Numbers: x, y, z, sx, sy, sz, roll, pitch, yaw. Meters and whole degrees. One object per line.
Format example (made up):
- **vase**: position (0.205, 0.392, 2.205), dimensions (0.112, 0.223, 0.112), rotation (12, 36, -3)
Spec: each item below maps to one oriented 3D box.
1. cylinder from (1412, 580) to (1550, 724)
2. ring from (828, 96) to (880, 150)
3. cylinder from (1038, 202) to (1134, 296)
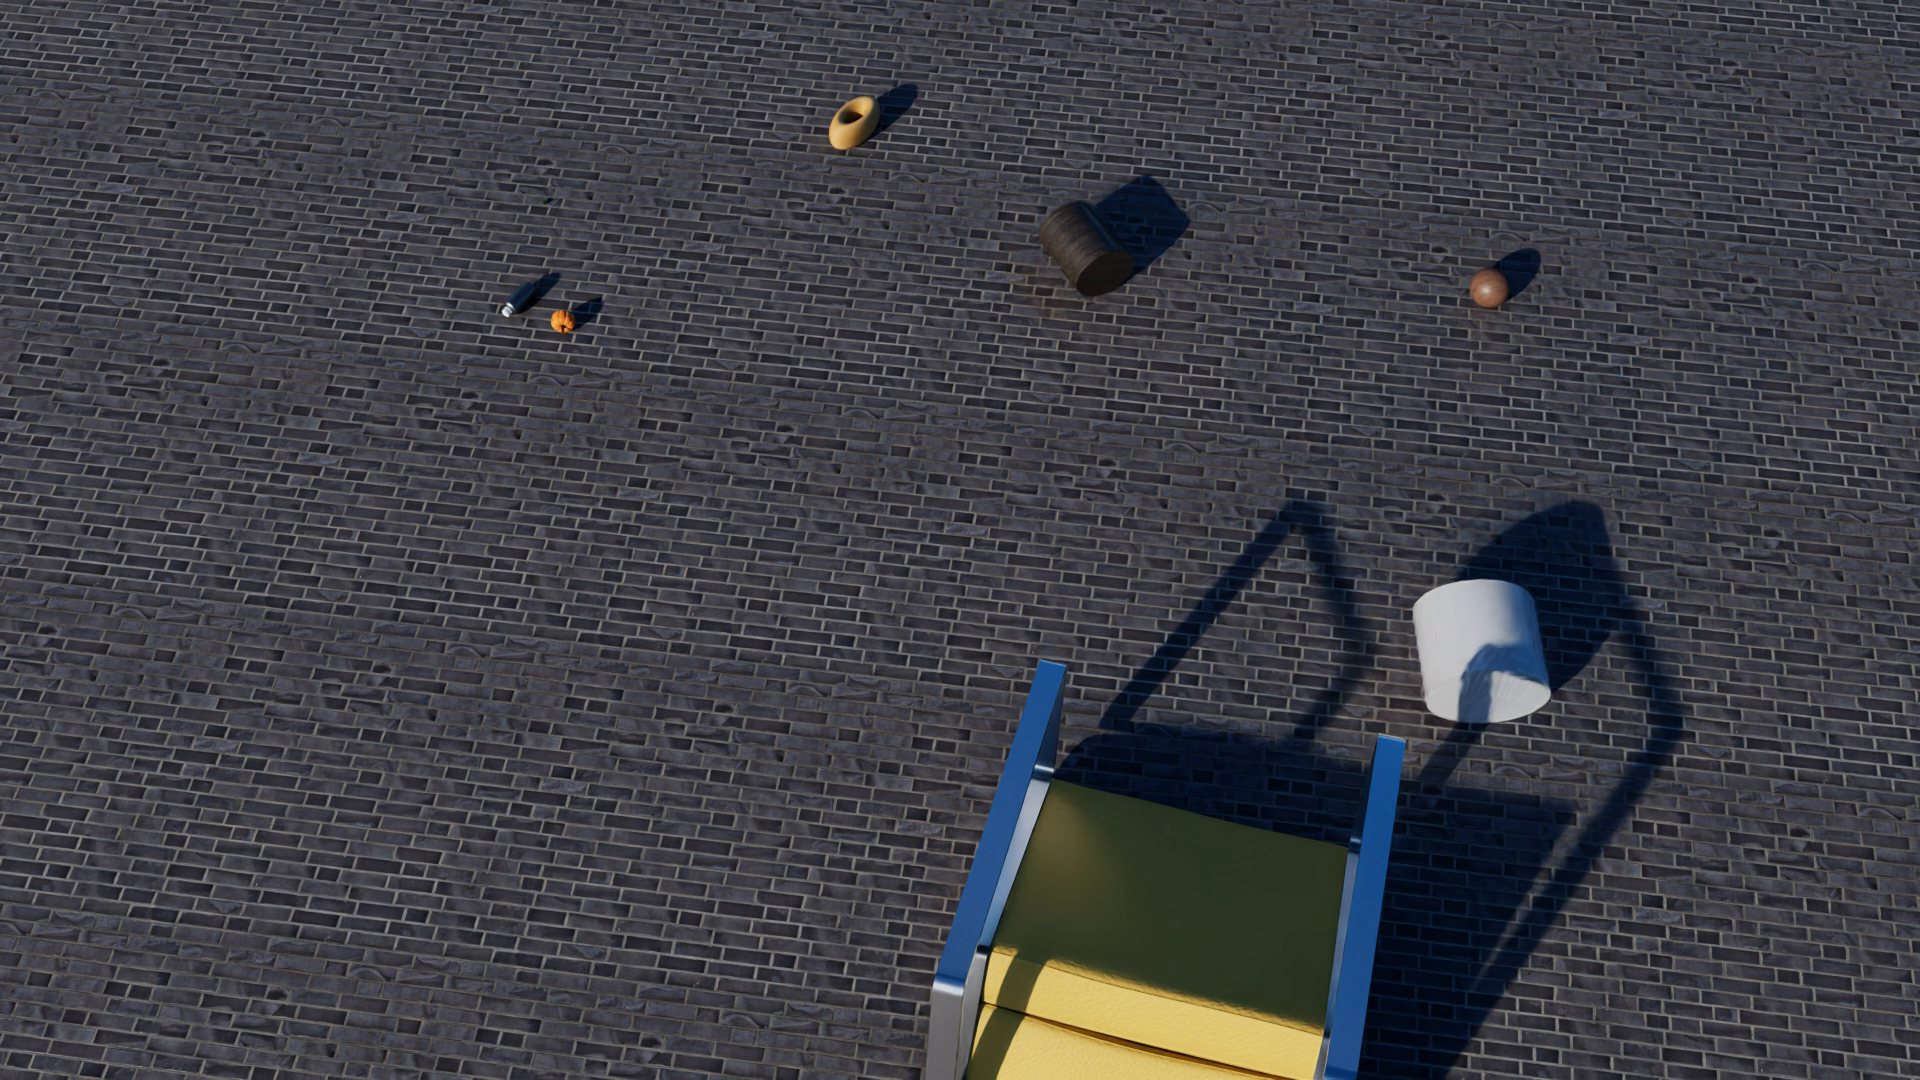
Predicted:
- **cylinder**: position (1.462, 0.315, 6.181), dimensions (0.346, 0.301, 0.292), rotation (4, 56, -7)
- **ring**: position (-0.357, -1.416, 7.460), dimensions (0.122, 0.109, 0.233), rotation (34, 61, 18)
- **cylinder**: position (0.404, -0.937, 7.083), dimensions (0.219, 0.192, 0.244), rotation (-7, 51, -39)
